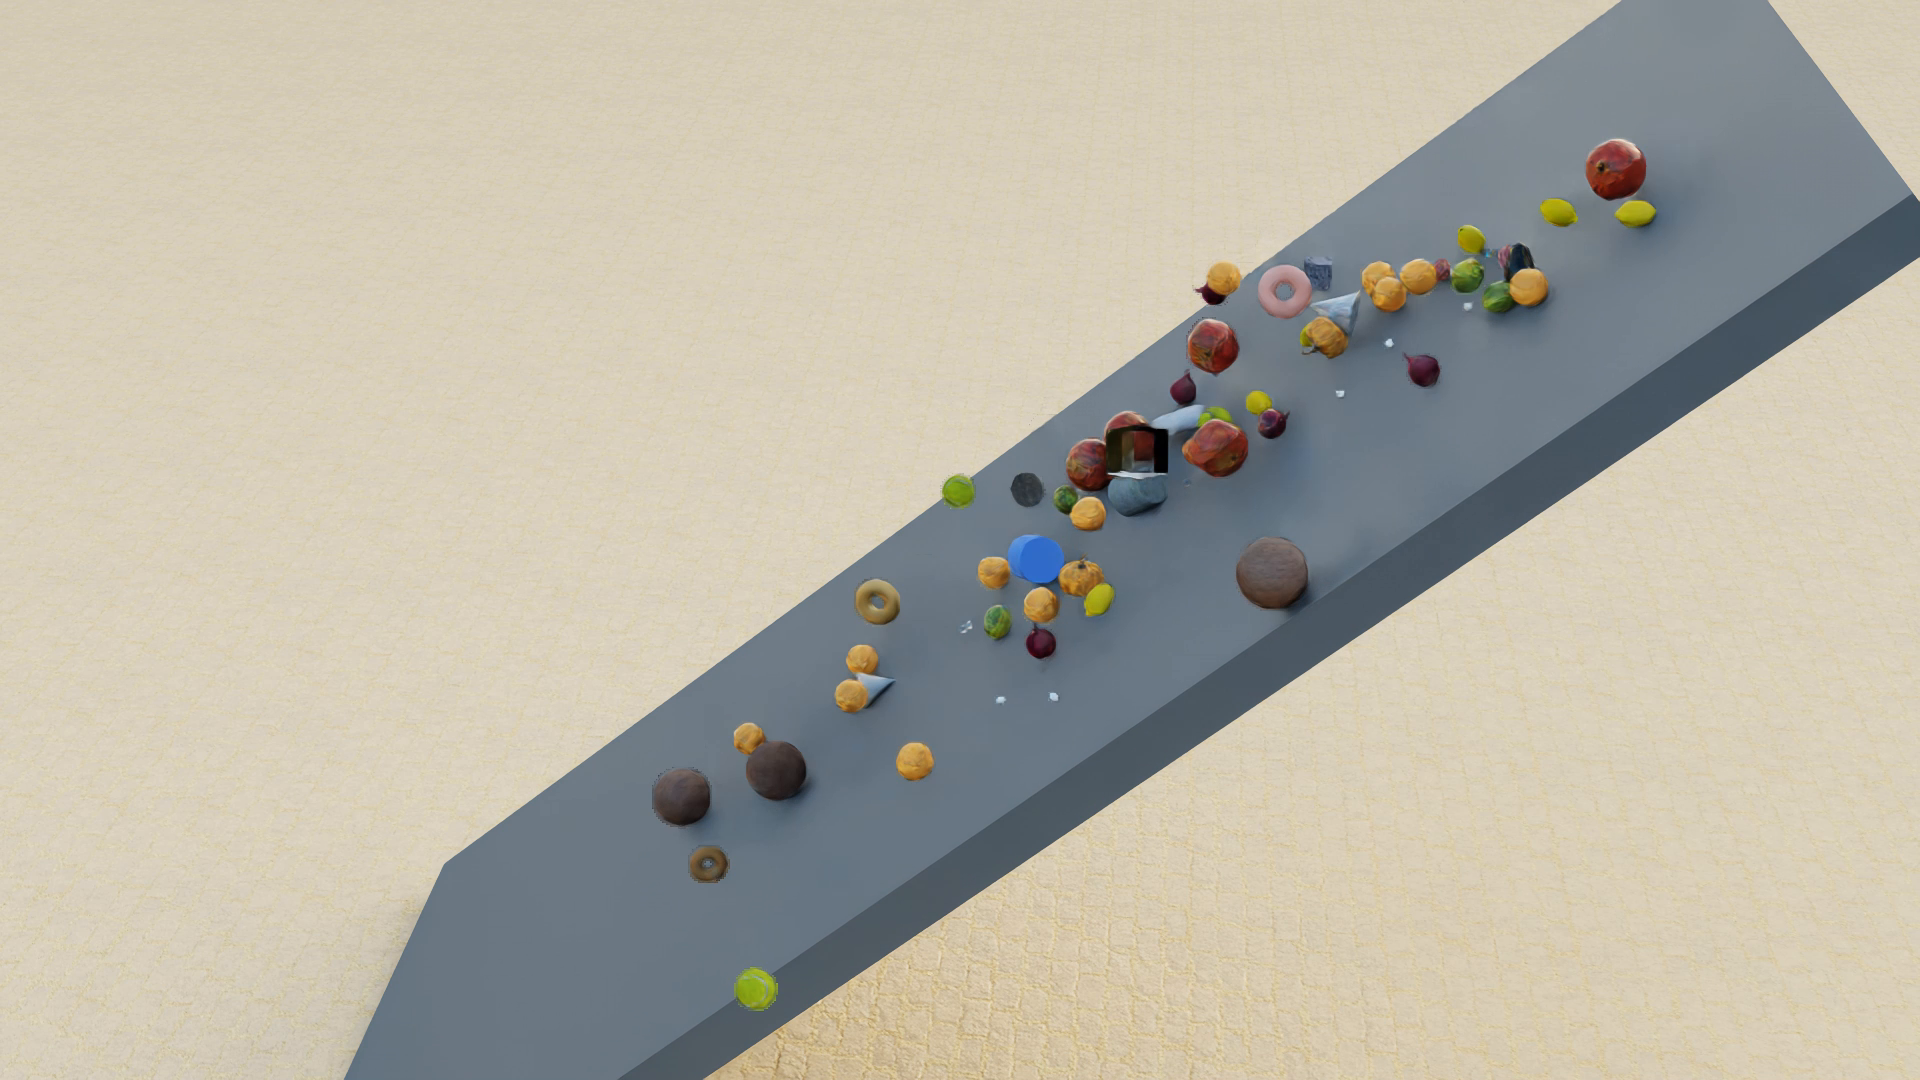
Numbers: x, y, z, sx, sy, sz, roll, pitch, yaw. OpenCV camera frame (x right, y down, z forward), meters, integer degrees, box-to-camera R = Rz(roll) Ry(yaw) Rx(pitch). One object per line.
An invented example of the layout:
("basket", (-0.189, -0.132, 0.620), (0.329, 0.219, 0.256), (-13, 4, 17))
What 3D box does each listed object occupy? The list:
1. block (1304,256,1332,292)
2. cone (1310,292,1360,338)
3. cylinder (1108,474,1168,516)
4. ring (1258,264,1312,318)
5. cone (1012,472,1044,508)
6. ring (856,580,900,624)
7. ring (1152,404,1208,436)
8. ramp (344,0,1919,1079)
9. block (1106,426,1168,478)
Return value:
("block", (0.790, -0.590, 6.501), (0.059, 0.059, 0.059), (6, 23, 3))
("cone", (0.771, -0.478, 6.100), (0.097, 0.097, 0.097), (14, 27, 15))
("cylinder", (0.374, -0.105, 6.175), (0.090, 0.090, 0.090), (-26, 1, -44))
("ring", (0.667, -0.510, 6.044), (0.112, 0.112, 0.037), (3, 0, 8))
("cone", (0.173, -0.121, 6.783), (0.082, 0.082, 0.082), (12, 14, 26))
("ring", (-0.186, 0.141, 6.690), (0.108, 0.108, 0.036), (8, 24, 17))
("ring", (0.476, -0.257, 6.364), (0.132, 0.044, 0.132), (-19, 4, 1))
("ramp", (0.120, 0.185, 6.341), (4.000, 0.100, 2.000), (-36, 16, 18))
("block", (0.361, -0.179, 6.004), (0.091, 0.091, 0.091), (6, -8, -34))
